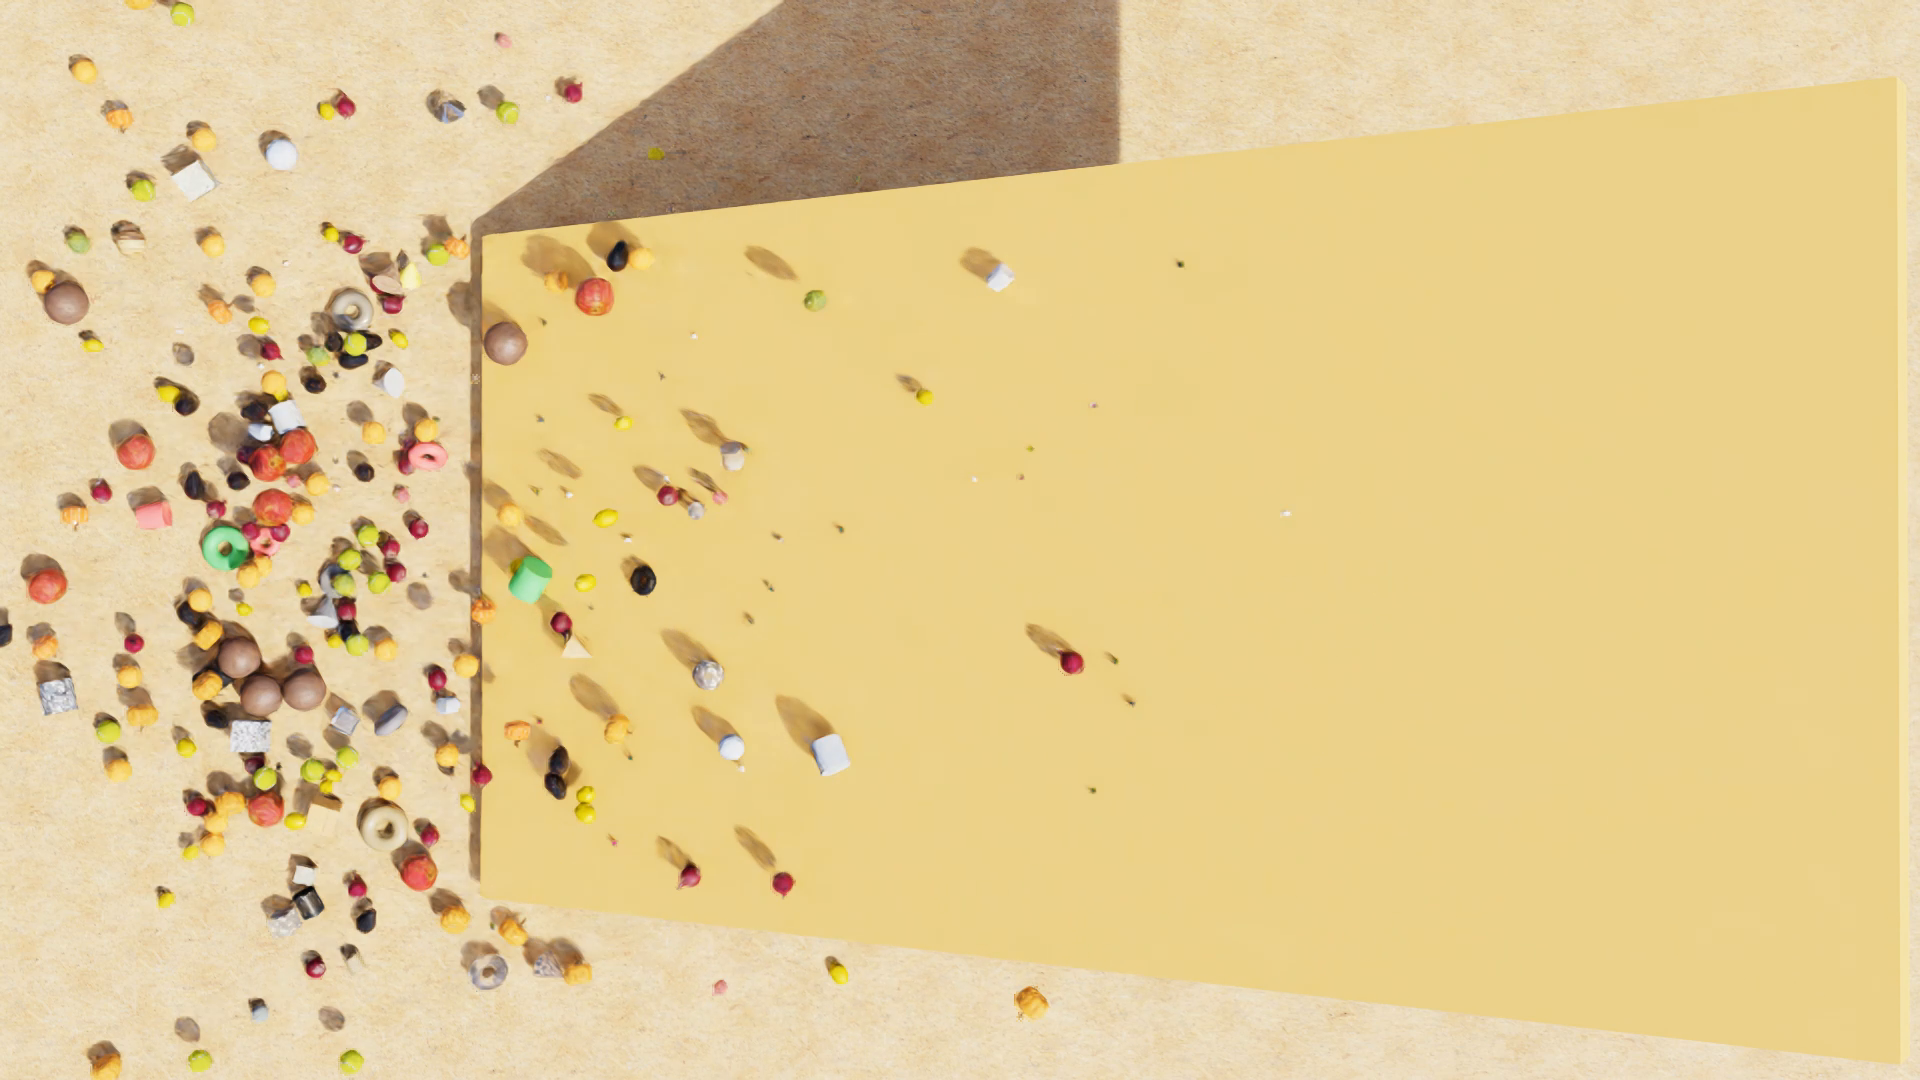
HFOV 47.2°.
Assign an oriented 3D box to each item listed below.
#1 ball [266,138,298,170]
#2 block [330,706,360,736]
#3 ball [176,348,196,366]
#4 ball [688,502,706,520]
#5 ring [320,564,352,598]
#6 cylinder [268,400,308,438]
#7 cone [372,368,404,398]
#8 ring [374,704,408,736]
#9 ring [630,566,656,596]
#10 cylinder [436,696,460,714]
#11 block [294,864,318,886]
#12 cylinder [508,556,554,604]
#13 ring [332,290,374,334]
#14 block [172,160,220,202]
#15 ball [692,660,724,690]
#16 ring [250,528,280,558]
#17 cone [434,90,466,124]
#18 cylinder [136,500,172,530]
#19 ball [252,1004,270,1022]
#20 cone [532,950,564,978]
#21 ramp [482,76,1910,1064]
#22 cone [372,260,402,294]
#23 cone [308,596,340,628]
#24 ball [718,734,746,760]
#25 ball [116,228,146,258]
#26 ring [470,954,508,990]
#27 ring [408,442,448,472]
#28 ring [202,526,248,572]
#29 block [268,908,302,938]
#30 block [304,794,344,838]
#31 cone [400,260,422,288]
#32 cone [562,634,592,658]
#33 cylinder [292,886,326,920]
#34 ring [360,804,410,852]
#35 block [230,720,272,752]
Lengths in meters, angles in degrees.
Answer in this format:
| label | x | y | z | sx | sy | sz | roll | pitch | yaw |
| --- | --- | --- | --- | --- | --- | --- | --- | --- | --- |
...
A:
| label | x | y | z | sx | sy | sz | roll | pitch | yaw |
| --- | --- | --- | --- | --- | --- | --- | --- | --- | --- |
| ball | -2.063 | -1.173 | 6.690 | 0.096 | 0.096 | 0.096 | 0 | 90 | 0 |
| block | -1.866 | 0.550 | 6.680 | 0.061 | 0.061 | 0.061 | 30 | 88 | -22 |
| ball | -2.362 | -0.559 | 6.705 | 0.056 | 0.056 | 0.056 | 0 | 90 | 0 |
| ball | -0.737 | -0.082 | 6.151 | 0.050 | 0.050 | 0.050 | 0 | 90 | 0 |
| ring | -1.904 | 0.126 | 6.710 | 0.104 | 0.035 | 0.104 | 0 | 89 | 4 |
| cylinder | -2.044 | -0.370 | 6.687 | 0.087 | 0.087 | 0.087 | -26 | 88 | 0 |
| cone | -1.761 | -0.476 | 6.712 | 0.089 | 0.089 | 0.089 | -3 | 89 | 27 |
| ring | -1.722 | 0.547 | 6.654 | 0.120 | 0.120 | 0.040 | -37 | 113 | 0 |
| ring | -0.903 | 0.116 | 6.271 | 0.087 | 0.029 | 0.087 | 1 | 91 | 34 |
| cylinder | -1.558 | 0.502 | 6.689 | 0.050 | 0.050 | 0.050 | 0 | 90 | 36 |
| block | -1.991 | 1.018 | 6.694 | 0.052 | 0.052 | 0.052 | 13 | 90 | 0 |
| cylinder | -1.263 | 0.117 | 6.466 | 0.098 | 0.098 | 0.098 | 36 | 111 | 0 |
| ring | -1.855 | -0.696 | 6.713 | 0.130 | 0.043 | 0.130 | 0 | 91 | -1 |
| block | -2.312 | -1.088 | 6.659 | 0.091 | 0.091 | 0.091 | -33 | 106 | -1 |
| ball | -0.699 | 0.373 | 6.100 | 0.086 | 0.086 | 0.086 | 0 | 90 | 0 |
| ring | -2.119 | 0.007 | 6.713 | 0.093 | 0.031 | 0.093 | 0 | 90 | 0 |
| cone | -1.572 | -1.342 | 6.718 | 0.095 | 0.095 | 0.095 | -26 | 63 | 0 |
| cylinder | -2.440 | -0.073 | 6.664 | 0.078 | 0.078 | 0.078 | -10 | 90 | 2 |
| ball | -2.129 | 1.440 | 6.690 | 0.051 | 0.051 | 0.051 | 0 | 90 | 0 |
| cone | -1.228 | 1.305 | 6.656 | 0.091 | 0.091 | 0.091 | 25 | 89 | 28 |
| ramp | 0.255 | 0.070 | 5.588 | 4.000 | 0.100 | 2.000 | 0 | 89 | 33 |
| cone | -1.721 | -0.812 | 6.661 | 0.095 | 0.095 | 0.095 | 12 | 63 | 0 |
| cone | -1.930 | 0.207 | 6.705 | 0.097 | 0.097 | 0.097 | 5 | 63 | 0 |
| ball | -0.629 | 0.571 | 6.060 | 0.074 | 0.074 | 0.074 | 0 | 90 | 0 |
| ball | -2.521 | -0.903 | 6.692 | 0.087 | 0.087 | 0.087 | 0 | 90 | 0 |
| ring | -1.430 | 1.312 | 6.676 | 0.119 | 0.040 | 0.119 | -7 | 106 | -26 |
| ring | -1.616 | -0.254 | 6.680 | 0.118 | 0.118 | 0.039 | -6 | 53 | 0 |
| ring | -2.240 | 0.025 | 6.705 | 0.140 | 0.047 | 0.140 | 0 | 89 | 1 |
| block | -2.047 | 1.162 | 6.672 | 0.063 | 0.063 | 0.063 | -14 | 107 | 16 |
| block | -1.929 | 0.837 | 6.664 | 0.087 | 0.087 | 0.087 | 19 | 99 | -11 |
| cone | -1.667 | -0.819 | 6.676 | 0.080 | 0.080 | 0.080 | 26 | 133 | 0 |
| cone | -1.103 | 0.325 | 6.396 | 0.078 | 0.078 | 0.078 | 24 | 90 | 4 |
| cylinder | -1.976 | 1.101 | 6.672 | 0.072 | 0.072 | 0.072 | -23 | 106 | 0 |
| ring | -1.752 | 0.877 | 6.697 | 0.148 | 0.049 | 0.148 | 0 | 91 | 0 |
| block | -2.152 | 0.595 | 6.677 | 0.090 | 0.090 | 0.090 | 3 | 90 | 2 |
